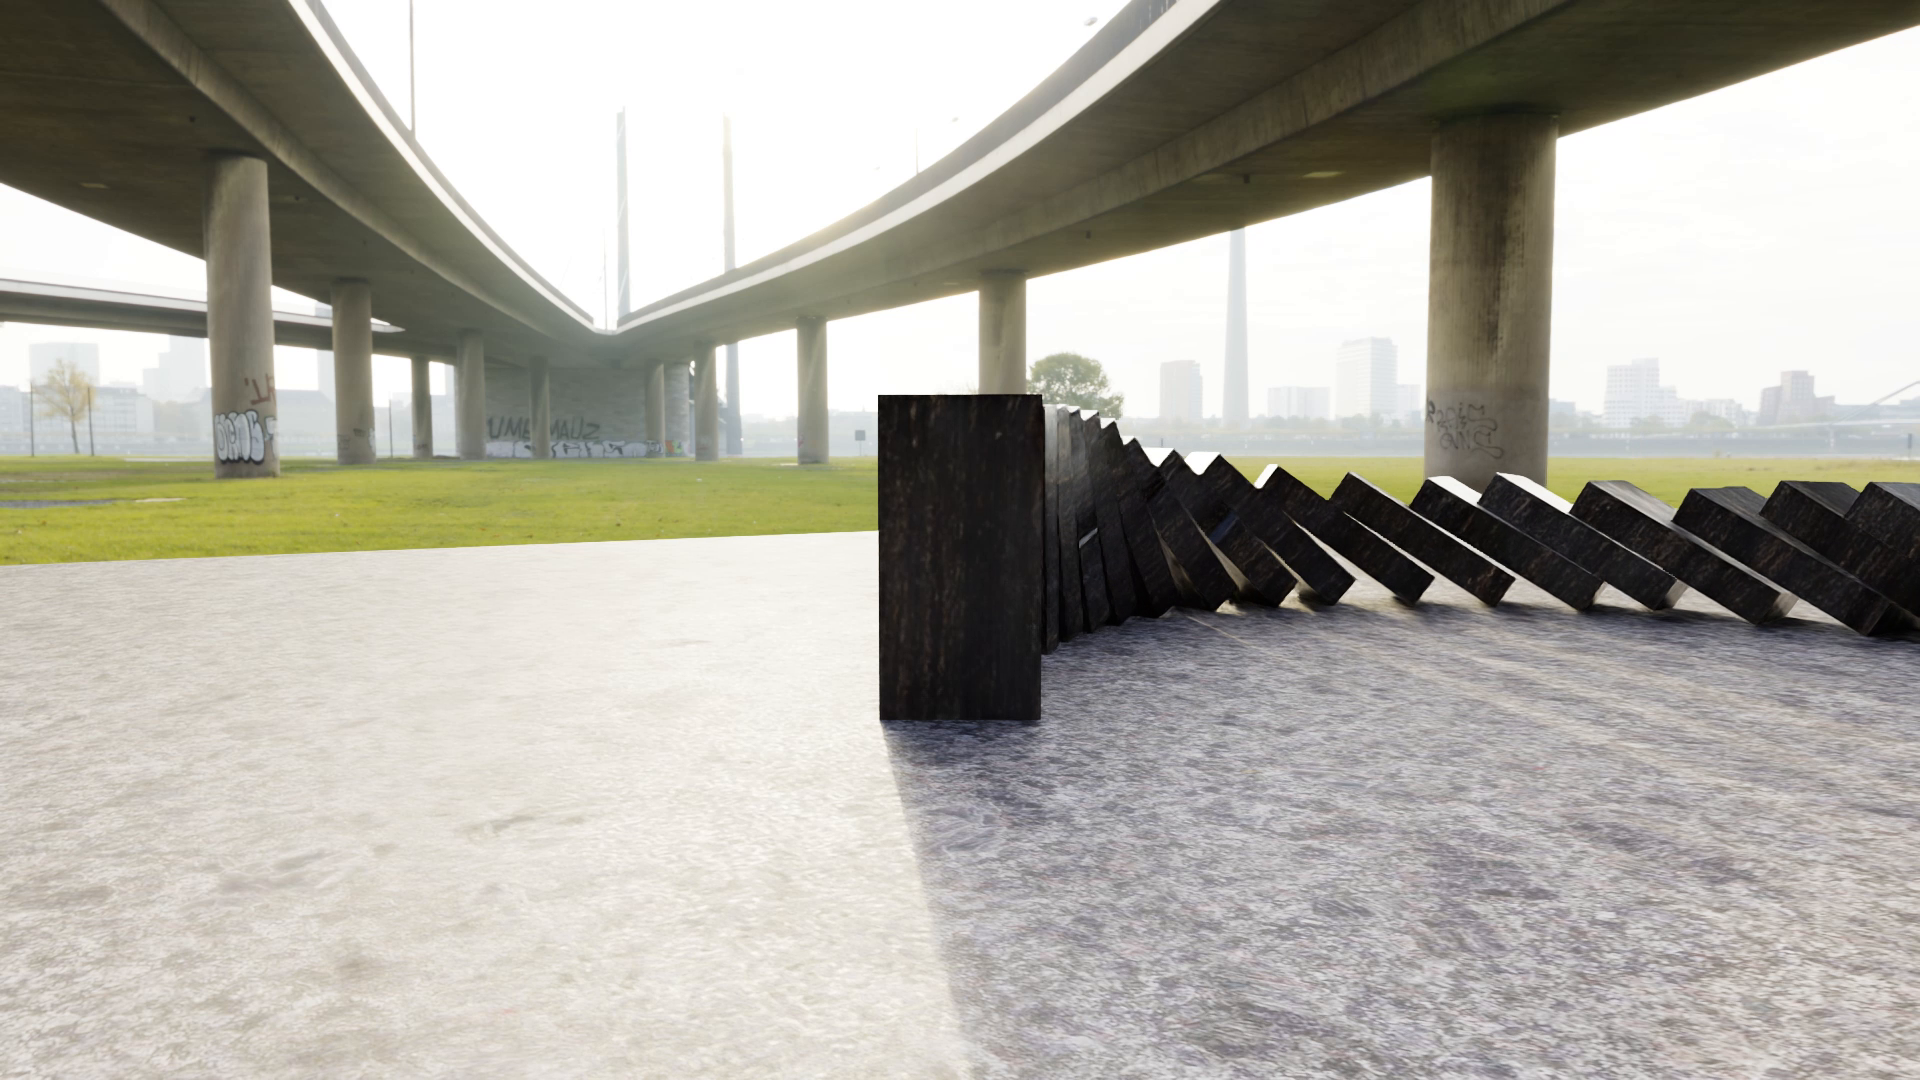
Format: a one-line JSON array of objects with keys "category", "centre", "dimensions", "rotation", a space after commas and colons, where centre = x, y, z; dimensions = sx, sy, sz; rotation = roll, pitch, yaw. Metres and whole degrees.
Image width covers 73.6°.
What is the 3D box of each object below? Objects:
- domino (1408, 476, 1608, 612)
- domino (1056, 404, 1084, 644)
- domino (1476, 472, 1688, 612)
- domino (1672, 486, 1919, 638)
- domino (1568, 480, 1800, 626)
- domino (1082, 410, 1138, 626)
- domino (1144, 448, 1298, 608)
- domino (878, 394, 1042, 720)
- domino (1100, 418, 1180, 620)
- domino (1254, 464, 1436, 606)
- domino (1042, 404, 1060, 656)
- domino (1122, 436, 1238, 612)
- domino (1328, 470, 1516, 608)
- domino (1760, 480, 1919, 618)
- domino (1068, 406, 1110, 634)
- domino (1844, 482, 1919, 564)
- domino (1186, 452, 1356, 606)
[{"category": "domino", "centre": [0.147, 0.000, 0.342], "dimensions": [0.050, 0.009, 0.025], "rotation": [37, 22, 26]}, {"category": "domino", "centre": [0.012, -0.004, 0.278], "dimensions": [0.025, 0.050, 0.010], "rotation": [2, 16, 27]}, {"category": "domino", "centre": [0.163, 0.000, 0.335], "dimensions": [0.050, 0.010, 0.025], "rotation": [40, 24, 32]}, {"category": "domino", "centre": [0.200, 0.004, 0.305], "dimensions": [0.025, 0.009, 0.050], "rotation": [-3, 33, -31]}, {"category": "domino", "centre": [0.181, 0.002, 0.320], "dimensions": [0.025, 0.010, 0.050], "rotation": [-4, 36, -44]}, {"category": "domino", "centre": [0.024, -0.005, 0.301], "dimensions": [0.025, 0.050, 0.010], "rotation": [3, 27, 39]}, {"category": "domino", "centre": [0.064, -0.004, 0.338], "dimensions": [0.050, 0.009, 0.025], "rotation": [44, -8, -14]}, {"category": "domino", "centre": [0.000, 0.002, 0.201], "dimensions": [0.025, 0.050, 0.009], "rotation": [0, 4, 0]}, {"category": "domino", "centre": [0.034, -0.005, 0.314], "dimensions": [0.009, 0.050, 0.025], "rotation": [-39, 27, -32]}, {"category": "domino", "centre": [0.103, -0.002, 0.349], "dimensions": [0.050, 0.009, 0.025], "rotation": [36, 8, 4]}, {"category": "domino", "centre": [0.007, -0.002, 0.264], "dimensions": [0.025, 0.050, 0.009], "rotation": [1, 8, 19]}, {"category": "domino", "centre": [0.048, -0.004, 0.328], "dimensions": [0.009, 0.050, 0.025], "rotation": [-44, 21, -17]}, {"category": "domino", "centre": [0.125, -0.001, 0.348], "dimensions": [0.050, 0.009, 0.025], "rotation": [35, 15, 14]}, {"category": "domino", "centre": [0.211, 0.004, 0.289], "dimensions": [0.025, 0.010, 0.050], "rotation": [0, 34, -27]}, {"category": "domino", "centre": [0.017, -0.004, 0.290], "dimensions": [0.025, 0.050, 0.009], "rotation": [3, 23, 34]}, {"category": "domino", "centre": [0.220, 0.005, 0.272], "dimensions": [0.025, 0.010, 0.050], "rotation": [0, 34, -27]}, {"category": "domino", "centre": [0.081, -0.003, 0.345], "dimensions": [0.050, 0.010, 0.025], "rotation": [41, 0, -7]}]
